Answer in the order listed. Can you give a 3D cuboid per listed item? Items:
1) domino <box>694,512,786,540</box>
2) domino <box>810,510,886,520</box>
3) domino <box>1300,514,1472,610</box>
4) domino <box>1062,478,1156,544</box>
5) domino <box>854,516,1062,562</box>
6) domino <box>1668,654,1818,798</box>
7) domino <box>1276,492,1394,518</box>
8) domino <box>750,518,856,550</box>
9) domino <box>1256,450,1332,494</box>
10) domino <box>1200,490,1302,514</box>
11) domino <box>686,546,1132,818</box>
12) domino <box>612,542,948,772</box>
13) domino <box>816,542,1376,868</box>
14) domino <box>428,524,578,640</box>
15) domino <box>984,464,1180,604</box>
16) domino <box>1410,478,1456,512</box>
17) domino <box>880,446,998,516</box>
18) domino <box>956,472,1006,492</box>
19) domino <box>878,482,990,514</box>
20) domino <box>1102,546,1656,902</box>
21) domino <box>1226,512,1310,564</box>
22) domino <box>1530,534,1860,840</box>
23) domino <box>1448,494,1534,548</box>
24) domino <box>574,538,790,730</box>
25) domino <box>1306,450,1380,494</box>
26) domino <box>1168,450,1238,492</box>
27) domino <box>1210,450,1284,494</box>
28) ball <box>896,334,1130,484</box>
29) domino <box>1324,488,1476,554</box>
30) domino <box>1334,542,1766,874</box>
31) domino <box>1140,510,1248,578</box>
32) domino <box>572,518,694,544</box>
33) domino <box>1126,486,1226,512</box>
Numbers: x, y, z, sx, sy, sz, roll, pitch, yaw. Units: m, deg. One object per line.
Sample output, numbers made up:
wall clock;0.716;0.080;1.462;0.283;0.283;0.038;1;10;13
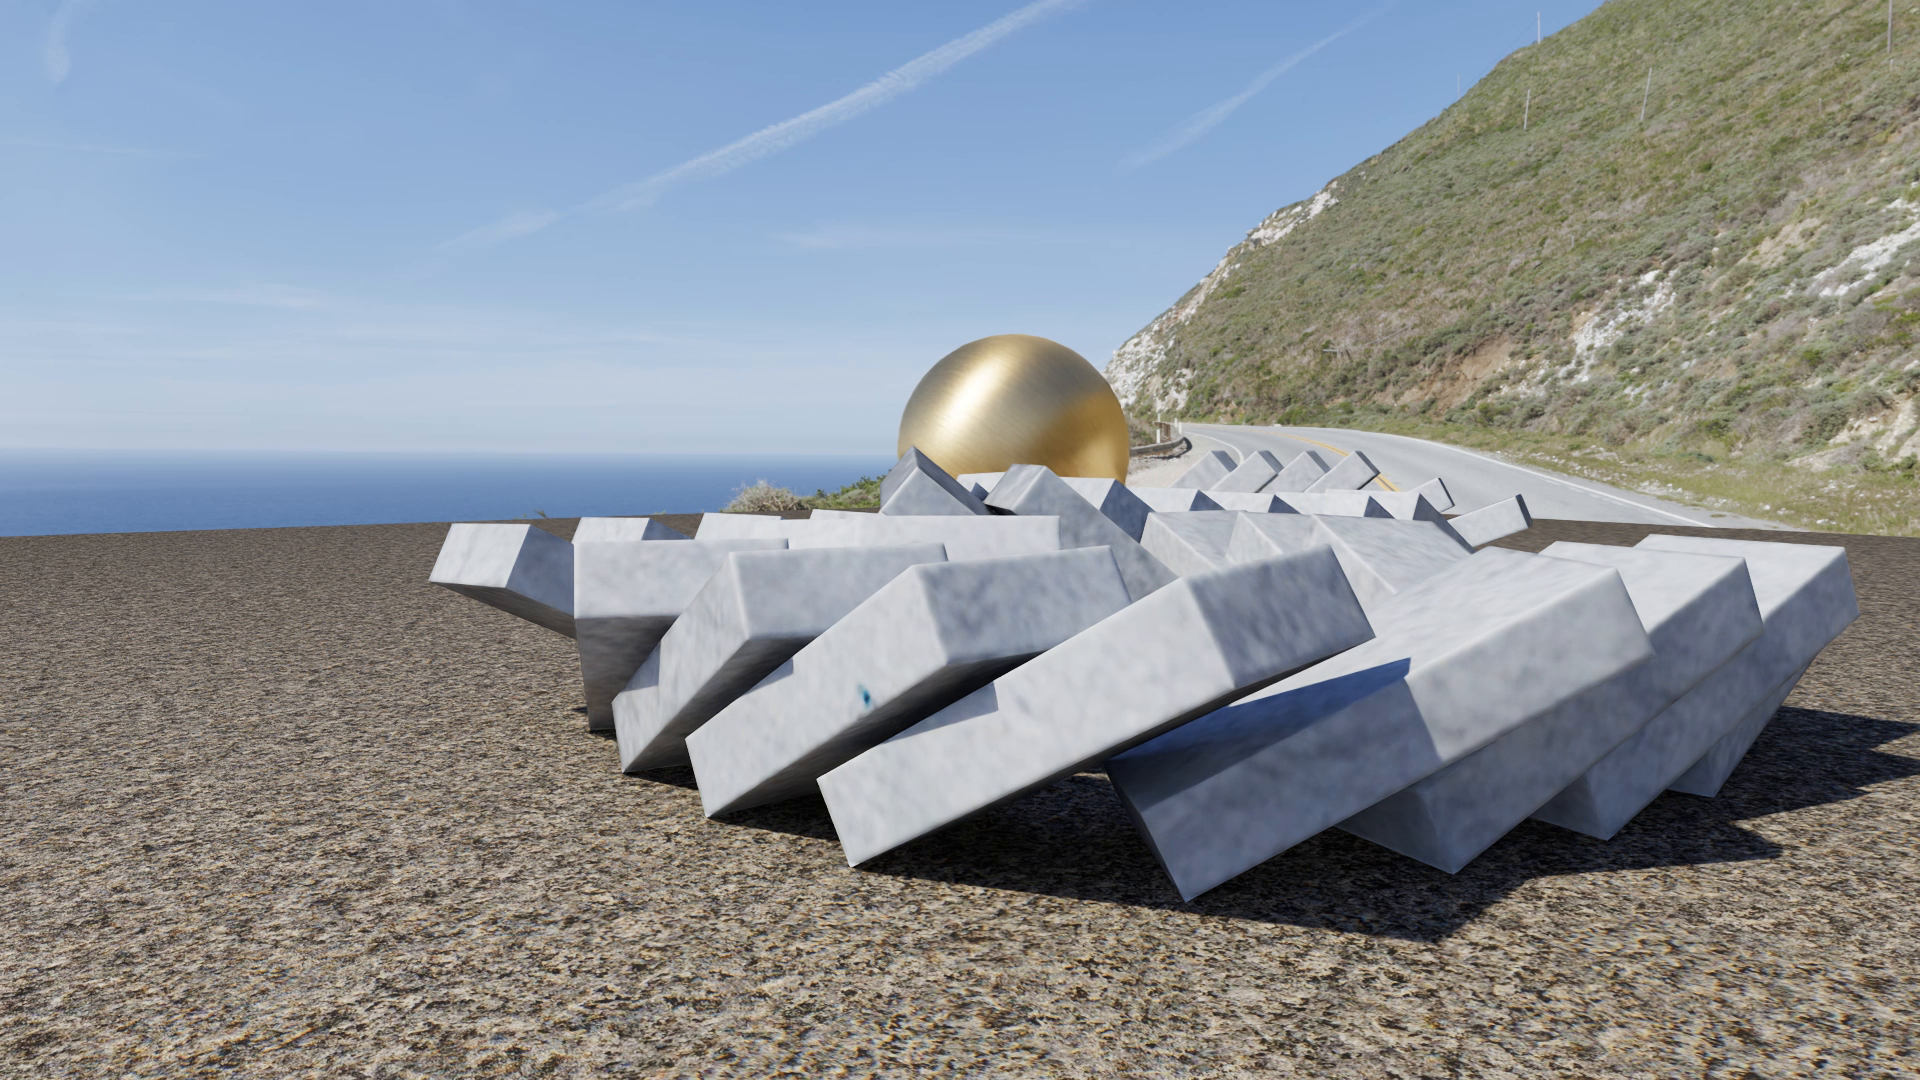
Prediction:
domino;-0.022;0.010;0.236;0.050;0.009;0.025;29;-17;-38
domino;-0.004;0.009;0.251;0.050;0.009;0.025;29;-15;-38
domino;0.078;0.012;0.208;0.025;0.009;0.050;3;27;-17
domino;0.041;0.004;0.283;0.050;0.010;0.025;36;-15;-28
domino;0.000;0.012;0.177;0.025;0.010;0.050;0;-26;0
domino;0.099;0.015;0.176;0.050;0.010;0.025;-31;22;-34
domino;0.100;0.003;0.317;0.025;0.009;0.050;5;-20;48
domino;-0.009;0.011;0.202;0.025;0.009;0.050;0;-24;30
domino;0.095;-0.008;0.407;0.050;0.009;0.025;-43;-12;19
domino;0.080;0.004;0.306;0.050;0.009;0.025;29;-12;-31
domino;-0.007;0.016;0.137;0.025;0.010;0.050;-5;-22;-39
domino;-0.023;0.015;0.154;0.025;0.010;0.050;-3;-23;-31
domino;0.011;0.017;0.123;0.025;0.010;0.050;-9;-19;-47
domino;-0.054;0.012;0.203;0.025;0.010;0.050;1;-22;44
domino;0.028;0.006;0.233;0.050;0.010;0.025;39;-3;-11
domino;0.126;-0.003;0.394;0.050;0.009;0.025;-28;-9;21
domino;0.008;0.004;0.228;0.050;0.010;0.025;39;7;-11
domino;0.022;0.003;0.273;0.050;0.010;0.025;36;-20;-30
domino;0.009;0.005;0.265;0.025;0.009;0.050;5;-27;50
domino;0.040;0.017;0.132;0.050;0.009;0.025;-27;6;-1
domino;0.071;0.011;0.230;0.025;0.009;0.050;2;26;-18
domino;0.082;0.016;0.157;0.050;0.009;0.025;-30;16;-22
domino;0.142;0.000;0.380;0.050;0.009;0.025;-23;-7;27
domino;-0.038;0.014;0.174;0.025;0.010;0.050;-1;-22;-14
domino;0.108;-0.008;0.402;0.050;0.009;0.025;-43;-12;19
domino;0.068;-0.009;0.416;0.050;0.010;0.025;-43;-12;19
domino;0.081;-0.009;0.411;0.050;0.010;0.025;-43;-12;19
ball;0.018;-0.031;0.442;0.080;0.080;0.080;0;4;0
domino;0.116;0.002;0.331;0.025;0.009;0.050;5;-20;46
domino;0.063;0.017;0.145;0.050;0.009;0.025;-29;15;-19
domino;0.059;0.010;0.250;0.025;0.010;0.050;-2;28;-27
domino;-0.040;0.010;0.221;0.050;0.009;0.025;29;-17;-37
domino;0.060;0.004;0.294;0.050;0.009;0.025;32;-13;-30
